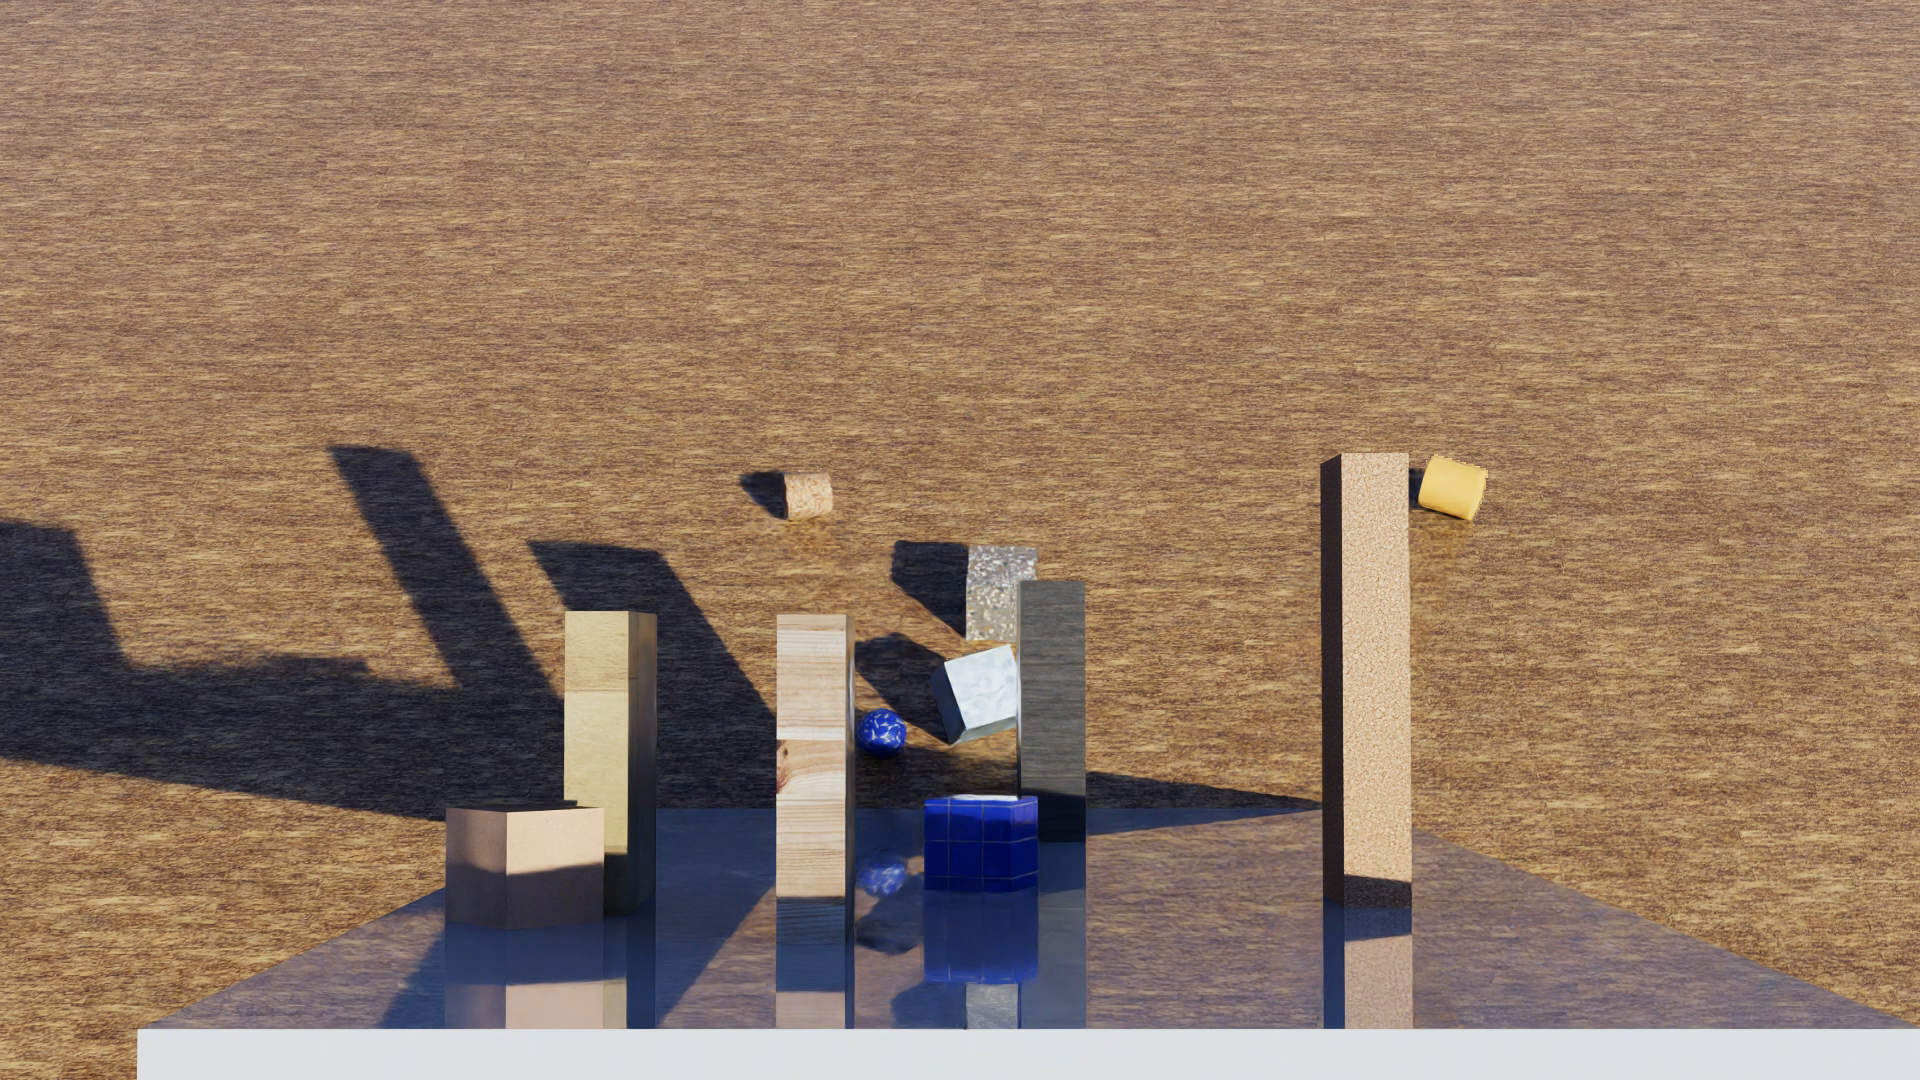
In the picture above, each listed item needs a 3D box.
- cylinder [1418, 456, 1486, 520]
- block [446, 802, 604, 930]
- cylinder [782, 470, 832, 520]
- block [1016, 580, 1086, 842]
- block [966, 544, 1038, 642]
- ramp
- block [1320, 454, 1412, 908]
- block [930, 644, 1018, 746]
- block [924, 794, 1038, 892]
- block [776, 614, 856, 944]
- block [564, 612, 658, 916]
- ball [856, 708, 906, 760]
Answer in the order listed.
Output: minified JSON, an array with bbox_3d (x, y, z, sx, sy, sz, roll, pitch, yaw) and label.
[{"bbox_3d":[1.528,-0.160,8.075,0.161,0.161,0.161,17,40,19],"label":"cylinder"},{"bbox_3d":[-0.681,0.507,4.065,0.176,0.176,0.176,2,-3,-42],"label":"block"},{"bbox_3d":[-0.475,-0.139,8.064,0.140,0.140,0.140,-5,37,-10],"label":"cylinder"},{"bbox_3d":[0.205,0.385,5.918,0.142,0.574,0.389,0,-2,0],"label":"block"},{"bbox_3d":[0.123,0.157,7.620,0.198,0.198,0.198,2,37,3],"label":"block"},{"bbox_3d":[0.080,0.680,4.904,2.000,0.100,4.000,0,-2,0],"label":"ramp"},{"bbox_3d":[0.685,0.235,4.404,0.111,0.747,0.254,0,-2,0],"label":"block"},{"bbox_3d":[0.055,0.430,7.184,0.195,0.195,0.195,-15,76,-17],"label":"block"},{"bbox_3d":[0.039,0.539,4.635,0.159,0.159,0.159,-1,-3,19],"label":"block"},{"bbox_3d":[-0.215,0.352,3.926,0.099,0.475,0.339,0,-2,0],"label":"block"},{"bbox_3d":[-0.581,0.364,4.346,0.101,0.485,0.395,0,-2,0],"label":"block"},{"bbox_3d":[-0.217,0.534,7.159,0.140,0.140,0.140,0,37,0],"label":"ball"}]
